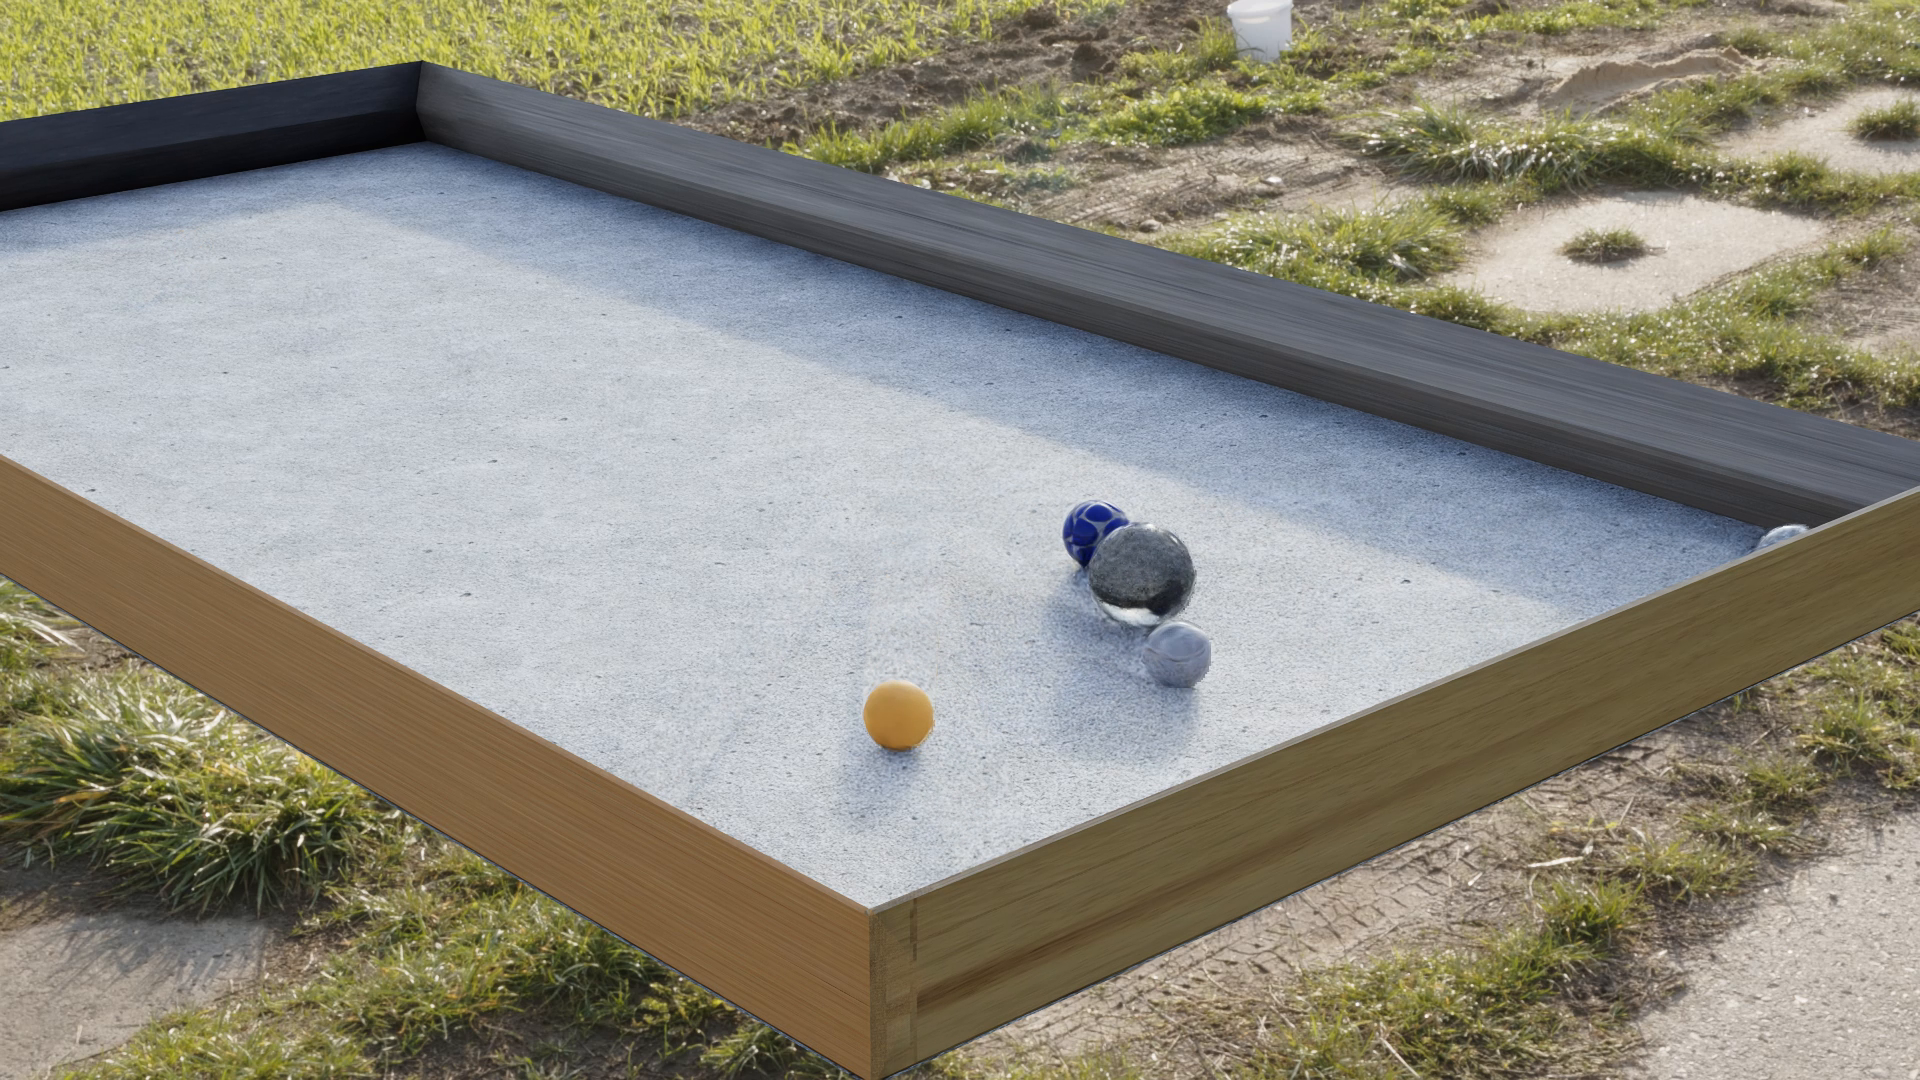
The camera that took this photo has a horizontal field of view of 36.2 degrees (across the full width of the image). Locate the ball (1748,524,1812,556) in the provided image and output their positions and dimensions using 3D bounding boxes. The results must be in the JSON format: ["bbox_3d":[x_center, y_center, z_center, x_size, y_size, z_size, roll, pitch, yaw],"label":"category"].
[{"bbox_3d":[0.763,0.026,2.700,0.081,0.081,0.081,0,20,0],"label":"ball"}]

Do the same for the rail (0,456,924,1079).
[{"bbox_3d":[-0.936,-0.047,2.834,0.045,0.125,2.674,-17,26,-39],"label":"rail"}]

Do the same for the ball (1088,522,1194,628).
[{"bbox_3d":[0.164,0.032,2.661,0.096,0.096,0.096,0,20,0],"label":"ball"}]

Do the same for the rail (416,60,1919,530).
[{"bbox_3d":[0.040,-0.347,3.664,0.045,0.125,2.674,-17,26,-39],"label":"rail"}]

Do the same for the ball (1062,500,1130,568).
[{"bbox_3d":[0.131,-0.006,2.809,0.067,0.067,0.067,0,20,0],"label":"ball"}]

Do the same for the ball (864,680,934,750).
[{"bbox_3d":[-0.051,0.143,2.410,0.057,0.057,0.057,0,20,0],"label":"ball"}]

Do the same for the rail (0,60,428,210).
[{"bbox_3d":[-1.329,-0.528,4.166,1.364,0.125,0.045,-17,26,-39],"label":"rail"}]

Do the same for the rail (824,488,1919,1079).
[{"bbox_3d":[0.432,0.134,2.333,1.364,0.125,0.045,-17,26,-39],"label":"rail"}]

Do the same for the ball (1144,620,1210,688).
[{"bbox_3d":[0.187,0.098,2.535,0.057,0.057,0.057,0,20,0],"label":"ball"}]
